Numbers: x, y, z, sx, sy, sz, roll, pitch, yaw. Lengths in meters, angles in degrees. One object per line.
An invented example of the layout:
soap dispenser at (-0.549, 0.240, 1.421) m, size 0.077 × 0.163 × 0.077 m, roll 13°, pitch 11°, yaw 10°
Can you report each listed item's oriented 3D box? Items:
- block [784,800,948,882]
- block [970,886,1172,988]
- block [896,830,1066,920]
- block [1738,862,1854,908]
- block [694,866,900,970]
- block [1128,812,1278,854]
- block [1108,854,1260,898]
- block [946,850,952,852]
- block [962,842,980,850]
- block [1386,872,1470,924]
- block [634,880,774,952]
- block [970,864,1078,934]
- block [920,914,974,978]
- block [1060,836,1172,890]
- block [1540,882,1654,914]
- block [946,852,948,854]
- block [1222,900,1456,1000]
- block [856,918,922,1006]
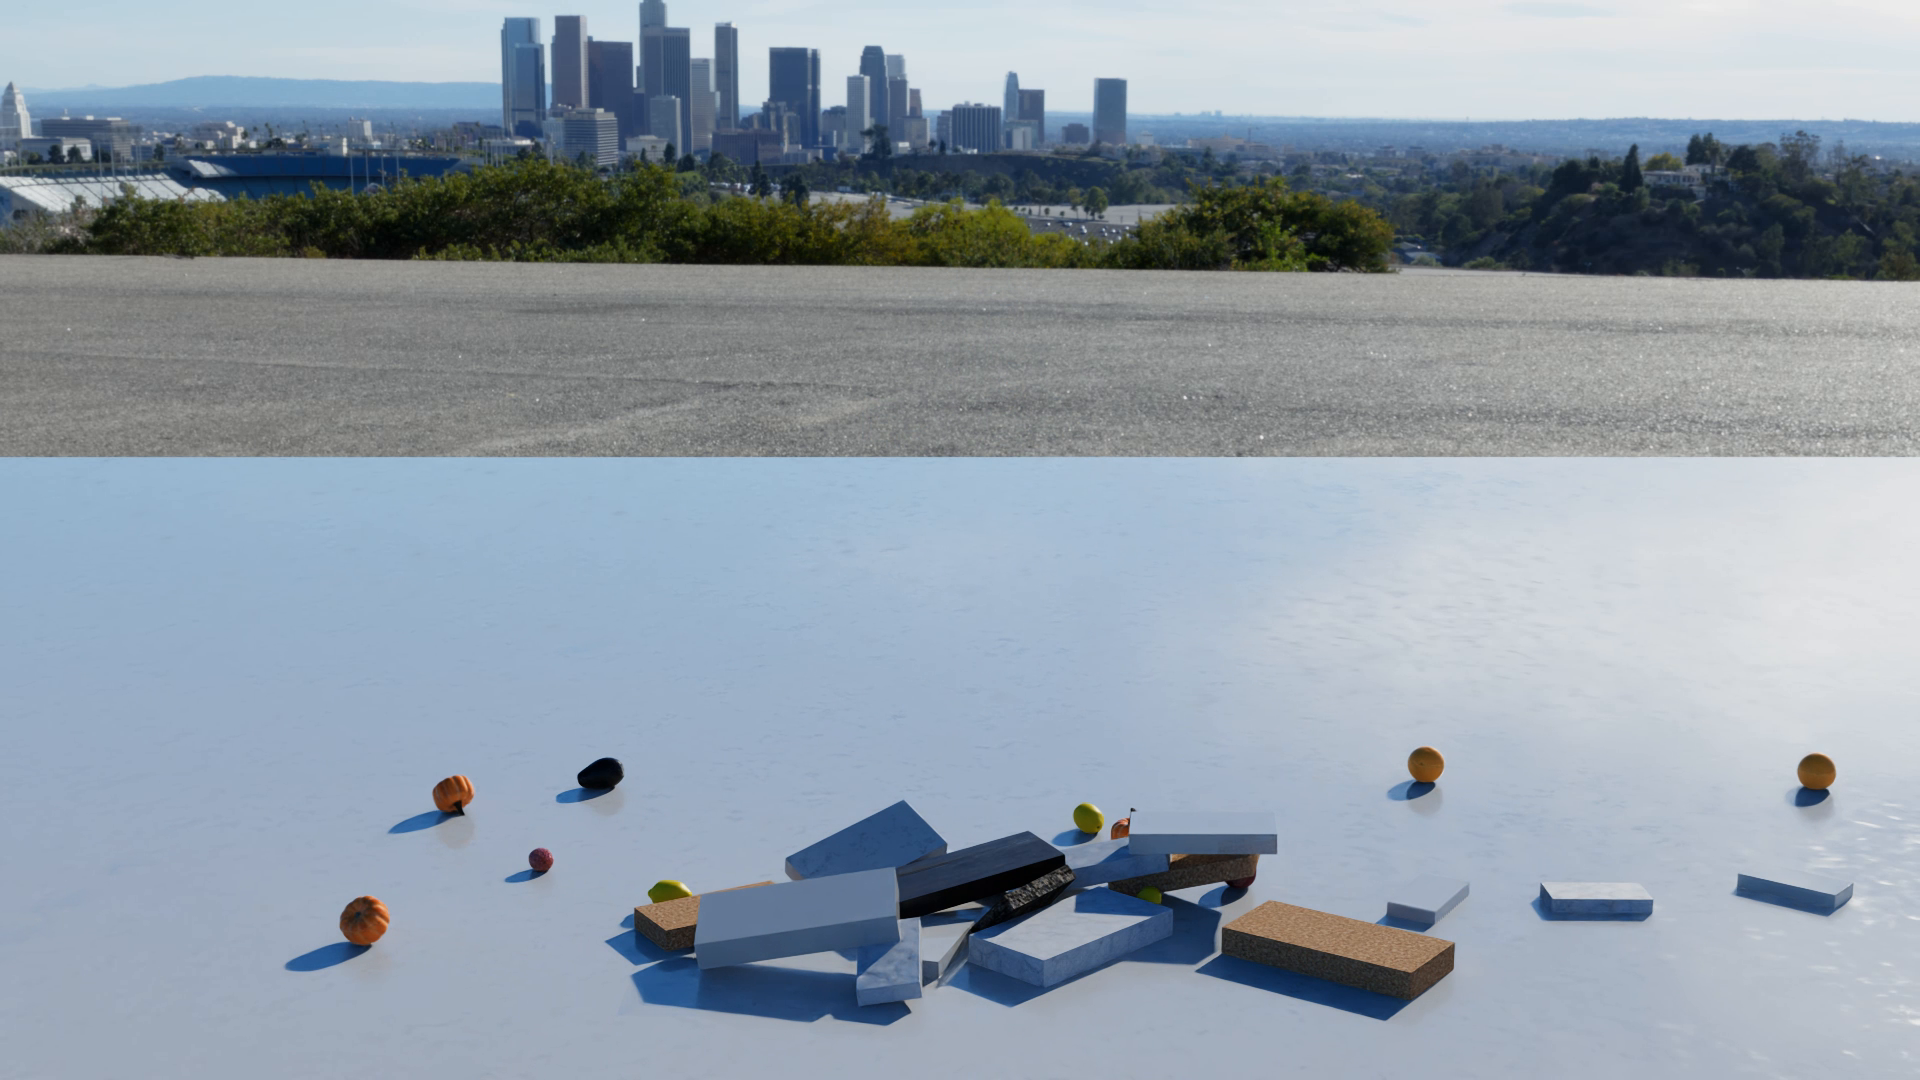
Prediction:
block at (-0.154, 0.526, 3.638) m, size 0.243 × 0.034 × 0.121 m, roll -23°, pitch 47°, yaw -31°
block at (0.175, 0.614, 3.420) m, size 0.153 × 0.043 × 0.306 m, roll 10°, pitch 14°, yaw 43°
block at (0.008, 0.546, 3.579) m, size 0.309 × 0.034 × 0.121 m, roll -12°, pitch 17°, yaw -25°
block at (1.397, 0.576, 3.679) m, size 0.163 × 0.023 × 0.081 m, roll 9°, pitch 14°, yaw 41°
block at (-0.247, 0.578, 3.368) m, size 0.306 × 0.043 × 0.153 m, roll -8°, pitch 20°, yaw 1°
block at (0.401, 0.483, 3.630) m, size 0.239 × 0.034 × 0.120 m, roll -1°, pitch 10°, yaw 6°
block at (0.373, 0.543, 3.654) m, size 0.239 × 0.034 × 0.120 m, roll -13°, pitch 8°, yaw 16°
block at (-0.088, 0.522, 3.764) m, size 0.168 × 0.024 × 0.084 m, roll 20°, pitch -3°, yaw -5°
block at (0.026, 0.552, 3.828) m, size 0.055 × 0.016 × 0.111 m, roll 2°, pitch 11°, yaw 11°
block at (0.770, 0.589, 3.612) m, size 0.081 × 0.023 × 0.163 m, roll 8°, pitch 14°, yaw 31°
block at (-0.384, 0.600, 3.520) m, size 0.243 × 0.034 × 0.121 m, roll -6°, pitch 12°, yaw -31°
block at (0.102, 0.577, 3.495) m, size 0.027 × 0.094 × 0.187 m, roll 51°, pitch 32°, yaw 17°
block at (-0.049, 0.627, 3.399) m, size 0.094 × 0.027 × 0.187 m, roll 3°, pitch 11°, yaw 17°
block at (0.233, 0.540, 3.680) m, size 0.239 × 0.034 × 0.120 m, roll -13°, pitch 8°, yaw 11°
block at (1.046, 0.588, 3.617) m, size 0.163 × 0.023 × 0.081 m, roll 0°, pitch 11°, yaw 1°
block at (-0.093, 0.562, 3.681) m, size 0.168 × 0.024 × 0.084 m, roll -10°, pitch 11°, yaw -3°
block at (0.577, 0.624, 3.365) m, size 0.316 × 0.043 × 0.153 m, roll 8°, pitch 13°, yaw 36°
block at (-0.104, 0.627, 3.278) m, size 0.094 × 0.027 × 0.187 m, roll -8°, pitch 20°, yaw 2°
